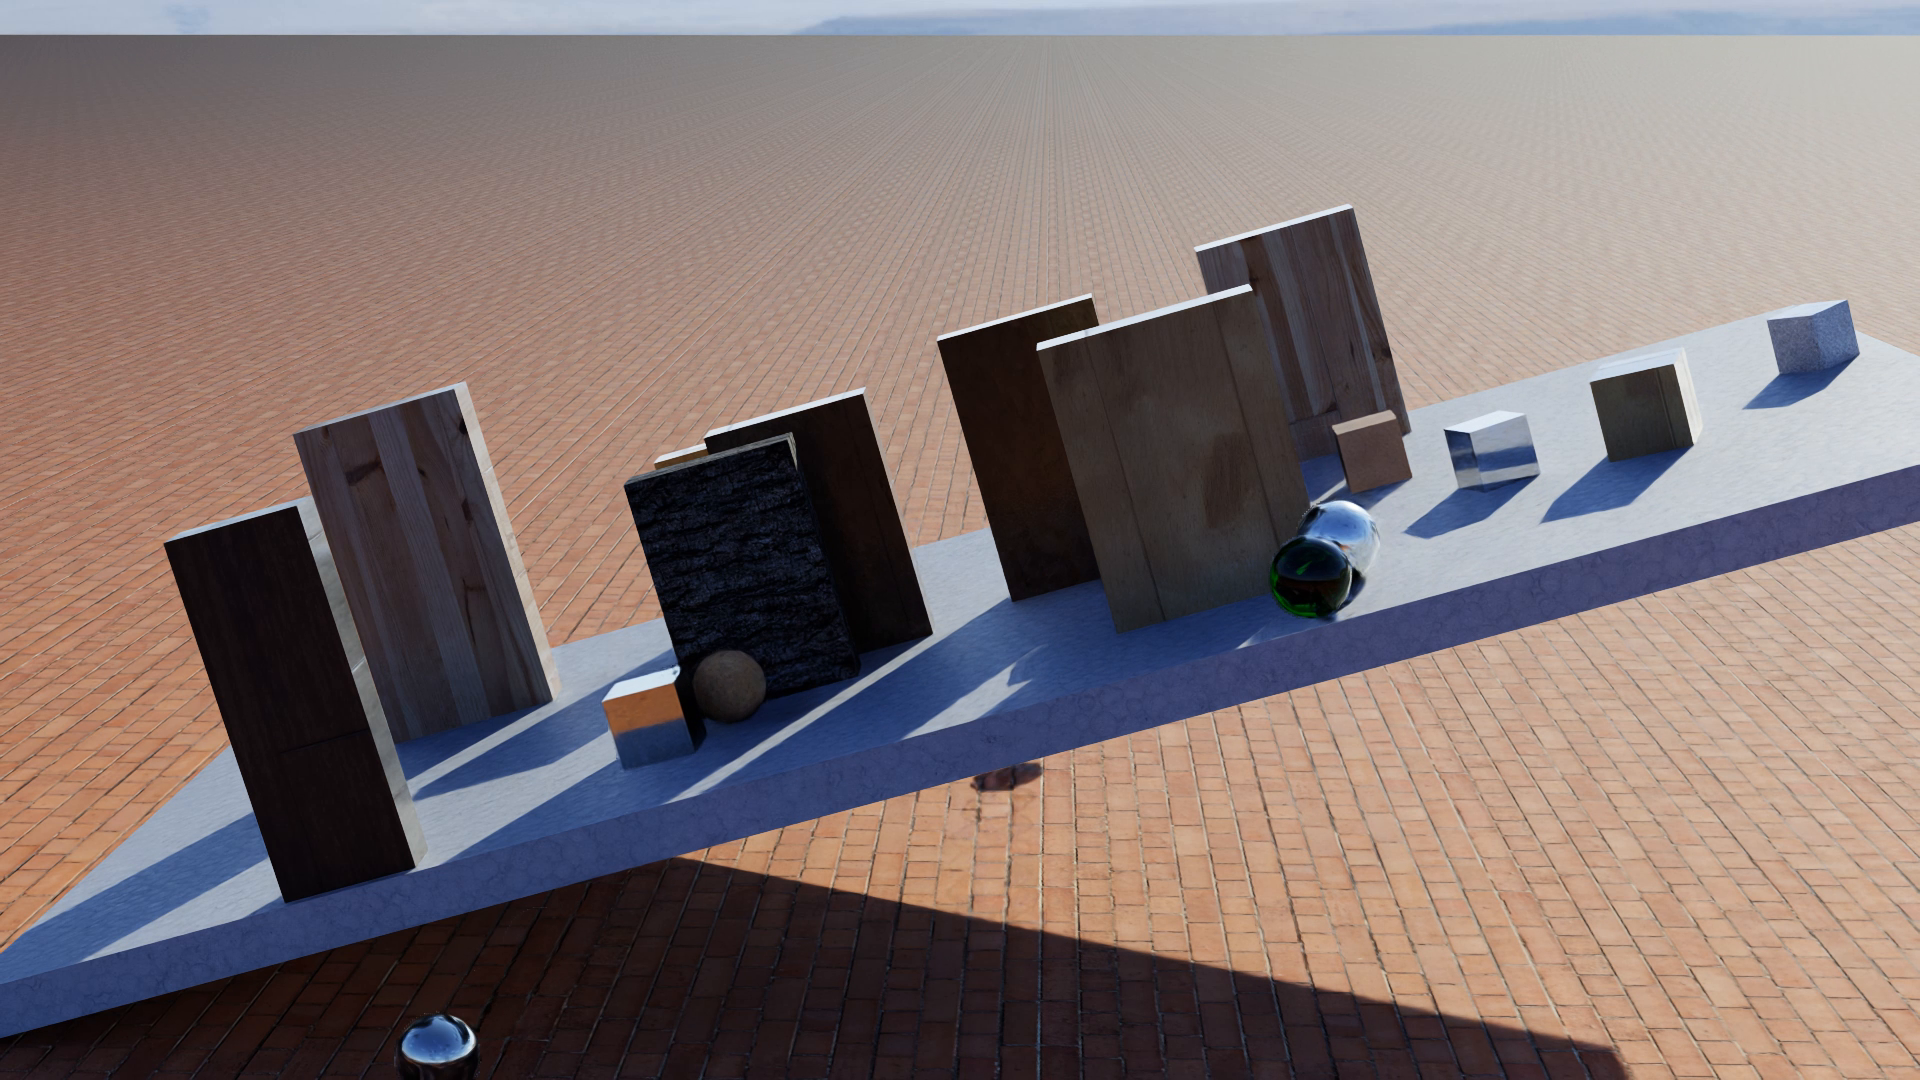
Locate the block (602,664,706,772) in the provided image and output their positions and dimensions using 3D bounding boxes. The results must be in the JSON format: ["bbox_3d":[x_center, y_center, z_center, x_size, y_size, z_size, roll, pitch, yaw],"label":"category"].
[{"bbox_3d":[-0.601,0.351,5.792,0.147,0.147,0.147,-15,10,7],"label":"block"}]

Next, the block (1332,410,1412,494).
[{"bbox_3d":[0.902,-0.194,6.448,0.134,0.134,0.134,-15,10,5],"label":"block"}]

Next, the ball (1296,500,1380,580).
[{"bbox_3d":[0.716,0.003,5.572,0.156,0.156,0.156,0,10,0],"label":"ball"}]

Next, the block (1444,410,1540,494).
[{"bbox_3d":[1.099,-0.183,6.075,0.129,0.129,0.129,-18,10,-12],"label":"block"}]

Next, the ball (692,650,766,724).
[{"bbox_3d":[-0.462,0.294,5.886,0.149,0.149,0.149,0,10,0],"label":"ball"}]

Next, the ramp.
[{"bbox_3d":[0.087,0.188,6.323,4.000,0.100,2.000,-15,10,5],"label":"ramp"}]

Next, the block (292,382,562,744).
[{"bbox_3d":[-1.209,0.053,6.705,0.382,0.743,0.130,-15,10,5],"label":"block"}]

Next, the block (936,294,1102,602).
[{"bbox_3d":[0.195,-0.196,6.275,0.338,0.584,0.087,-15,10,5],"label":"block"}]

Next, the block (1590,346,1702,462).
[{"bbox_3d":[1.398,-0.276,5.984,0.171,0.171,0.171,-12,10,23],"label":"block"}]

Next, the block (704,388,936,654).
[{"bbox_3d":[-0.294,-0.017,6.222,0.347,0.531,0.104,-15,10,5],"label":"block"}]

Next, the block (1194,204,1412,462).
[{"bbox_3d":[0.810,-0.475,6.960,0.378,0.547,0.120,-15,10,5],"label":"block"}]

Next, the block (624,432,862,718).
[{"bbox_3d":[-0.443,0.074,6.023,0.347,0.507,0.104,-15,10,5],"label":"block"}]

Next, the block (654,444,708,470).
[{"bbox_3d":[-0.505,-0.028,6.951,0.312,0.428,0.113,-15,10,5],"label":"block"}]

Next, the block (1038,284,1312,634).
[{"bbox_3d":[0.431,-0.156,5.688,0.424,0.574,0.118,-15,10,5],"label":"block"}]

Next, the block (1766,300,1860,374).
[{"bbox_3d":[1.835,-0.437,6.325,0.122,0.122,0.122,-22,11,-32],"label":"block"}]

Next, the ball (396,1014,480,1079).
[{"bbox_3d":[-0.931,0.920,5.249,0.148,0.148,0.148,0,10,0],"label":"ball"}]

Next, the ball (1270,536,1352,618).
[{"bbox_3d":[0.639,0.067,5.352,0.149,0.149,0.149,0,10,0],"label":"ball"}]

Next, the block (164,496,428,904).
[{"bbox_3d":[-1.227,0.296,5.455,0.258,0.707,0.114,-15,10,5],"label":"block"}]
